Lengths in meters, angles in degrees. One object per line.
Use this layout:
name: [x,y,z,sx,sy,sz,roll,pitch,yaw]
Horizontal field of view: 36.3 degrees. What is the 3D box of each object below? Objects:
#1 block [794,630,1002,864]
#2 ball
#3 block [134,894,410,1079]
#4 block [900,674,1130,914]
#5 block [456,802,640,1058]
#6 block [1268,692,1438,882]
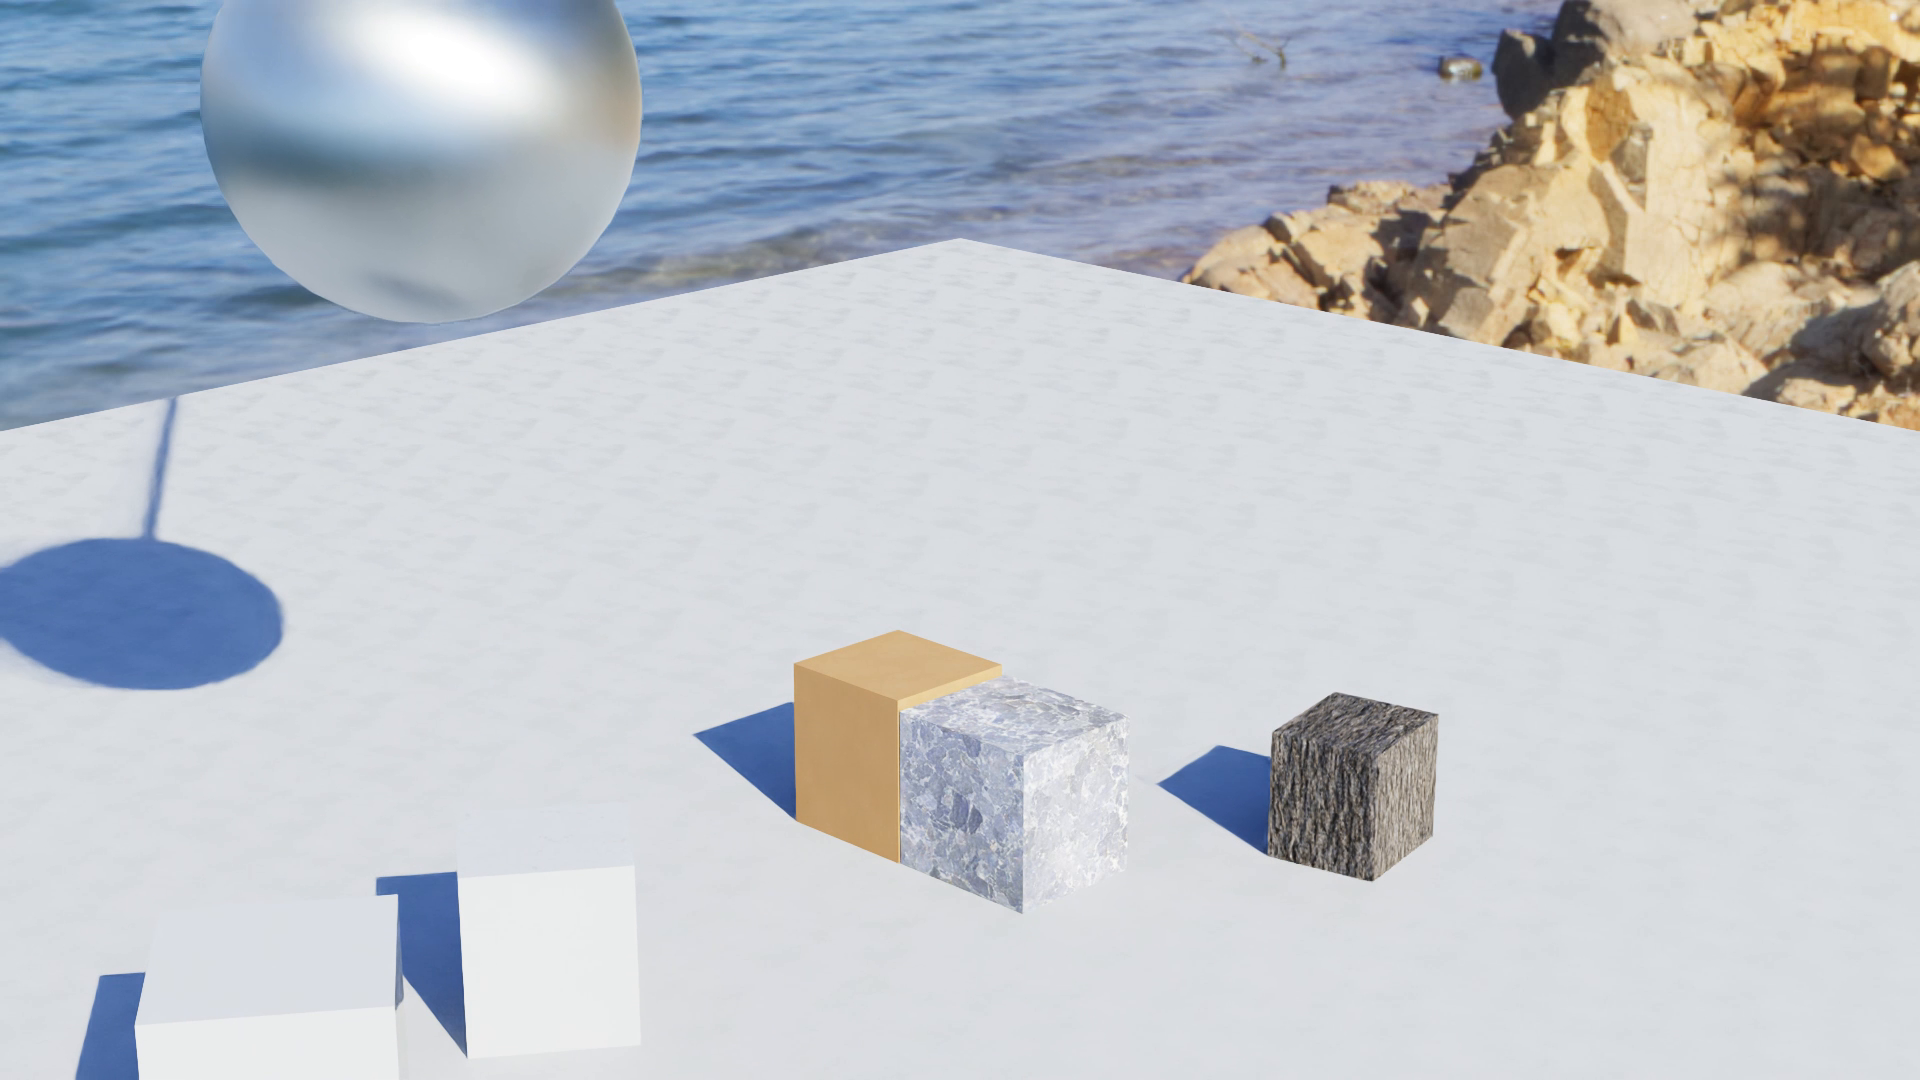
block: [-0.293,0.967,13.924,0.683,0.805,0.708,-17,24,-42]
ball: [-1.970,-1.597,10.775,1.600,1.600,1.600,0,17,0]
block: [-2.497,1.925,10.781,0.883,0.862,0.956,-3,18,-9]
block: [0.247,1.149,13.431,0.692,0.754,0.783,-17,24,-42]
block: [-1.689,1.586,11.989,0.691,0.786,0.667,-3,18,-10]
block: [1.835,1.143,13.676,0.540,0.619,0.641,11,21,32]
